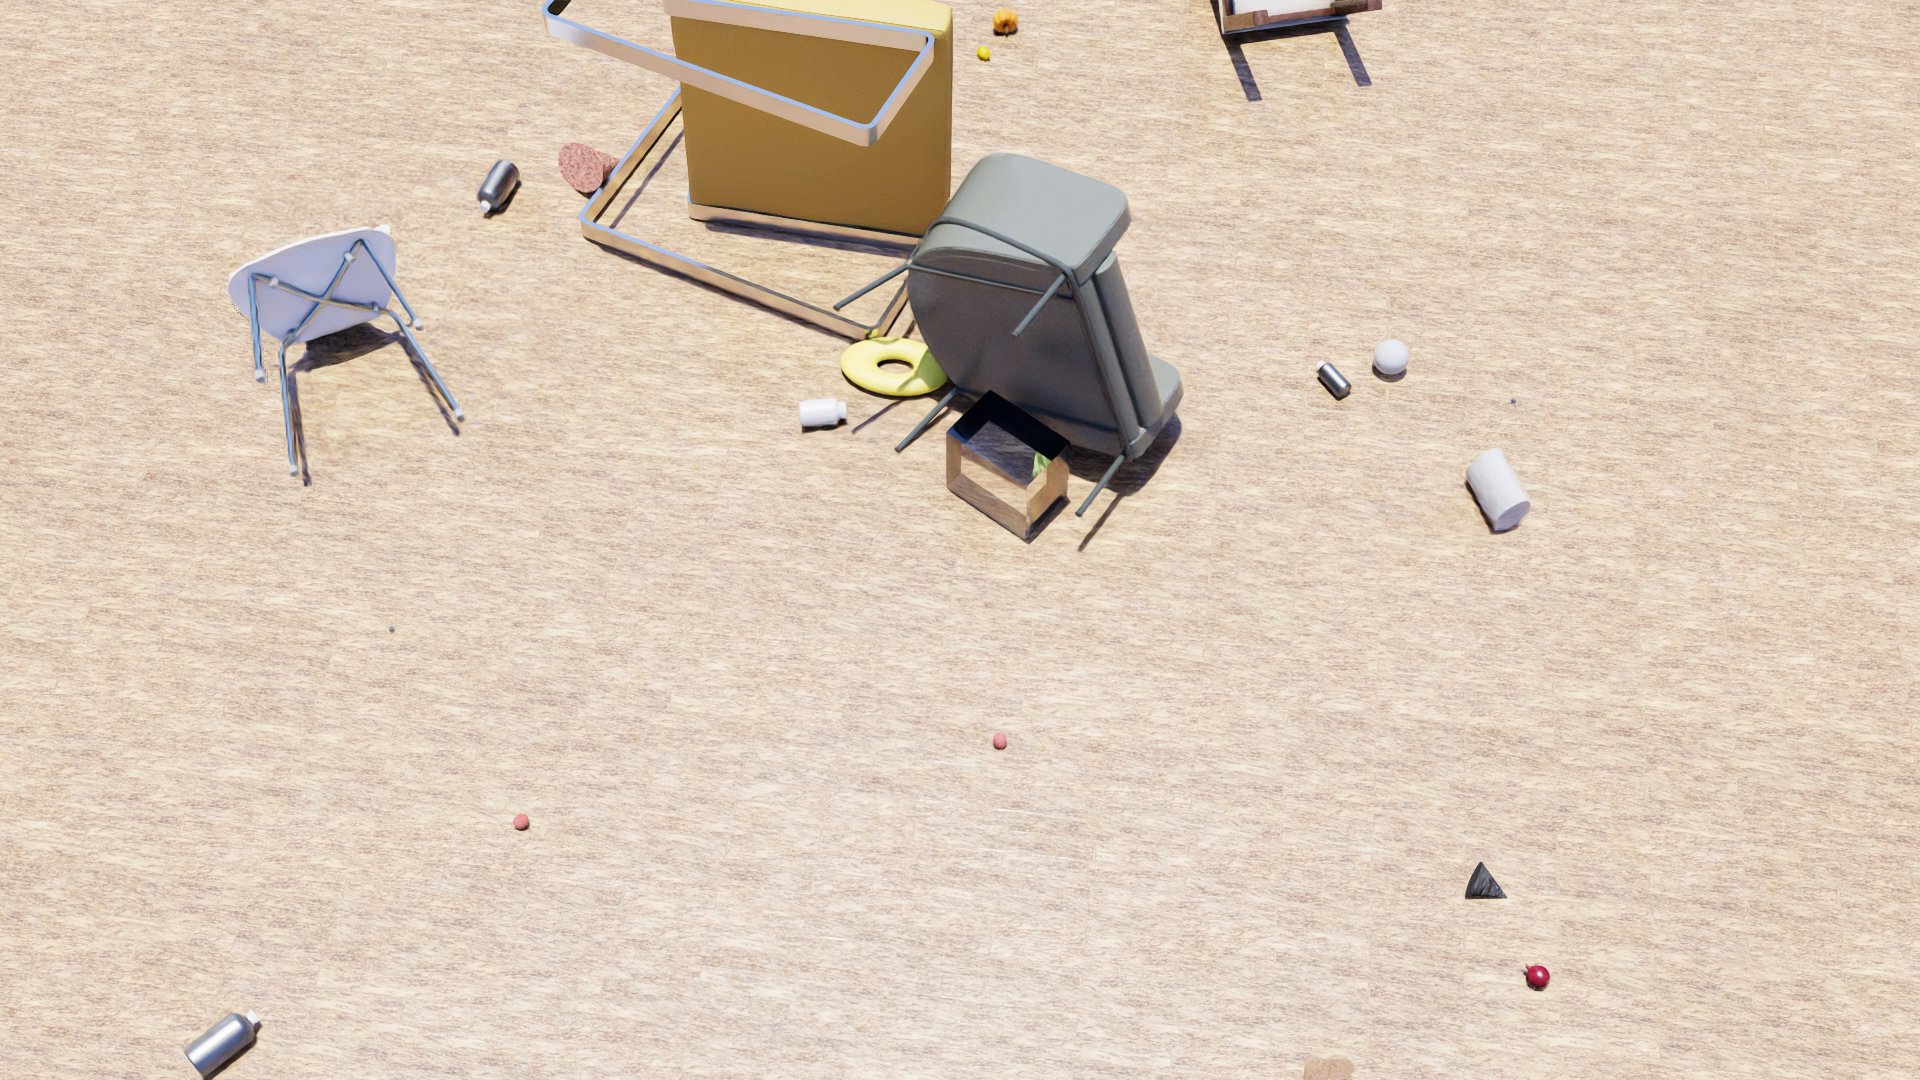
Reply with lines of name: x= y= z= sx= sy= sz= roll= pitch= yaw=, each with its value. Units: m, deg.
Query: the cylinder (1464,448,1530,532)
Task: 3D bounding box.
cylinder: x=1.610 y=-0.150 z=6.591 sx=0.094 sy=0.145 sz=0.201 roll=0 pitch=52 yaw=-30

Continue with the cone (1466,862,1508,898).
cone: x=1.432 y=0.939 z=5.926 sx=0.108 sy=0.061 sz=0.107 roll=31 pitch=59 yaw=1

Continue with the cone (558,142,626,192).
cone: x=-1.195 y=-1.257 z=7.368 sx=0.187 sy=0.160 sz=0.255 roll=-16 pitch=28 yaw=-42

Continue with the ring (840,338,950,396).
ring: x=-0.202 y=-0.545 z=6.904 sx=0.352 sy=0.060 sz=0.218 roll=8 pitch=56 yaw=6

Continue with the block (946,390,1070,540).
block: x=0.141 y=-0.224 z=6.555 sx=0.305 sy=0.281 sz=0.205 roll=34 pitch=63 yaw=21

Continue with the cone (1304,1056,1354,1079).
cone: x=0.917 y=1.350 z=5.640 sx=0.162 sy=0.094 sz=0.095 roll=-10 pitch=25 yaw=-27

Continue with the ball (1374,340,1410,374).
ball: x=1.351 y=-0.573 z=6.891 sx=0.112 sy=0.112 sz=0.112 roll=0 pitch=56 yaw=0
